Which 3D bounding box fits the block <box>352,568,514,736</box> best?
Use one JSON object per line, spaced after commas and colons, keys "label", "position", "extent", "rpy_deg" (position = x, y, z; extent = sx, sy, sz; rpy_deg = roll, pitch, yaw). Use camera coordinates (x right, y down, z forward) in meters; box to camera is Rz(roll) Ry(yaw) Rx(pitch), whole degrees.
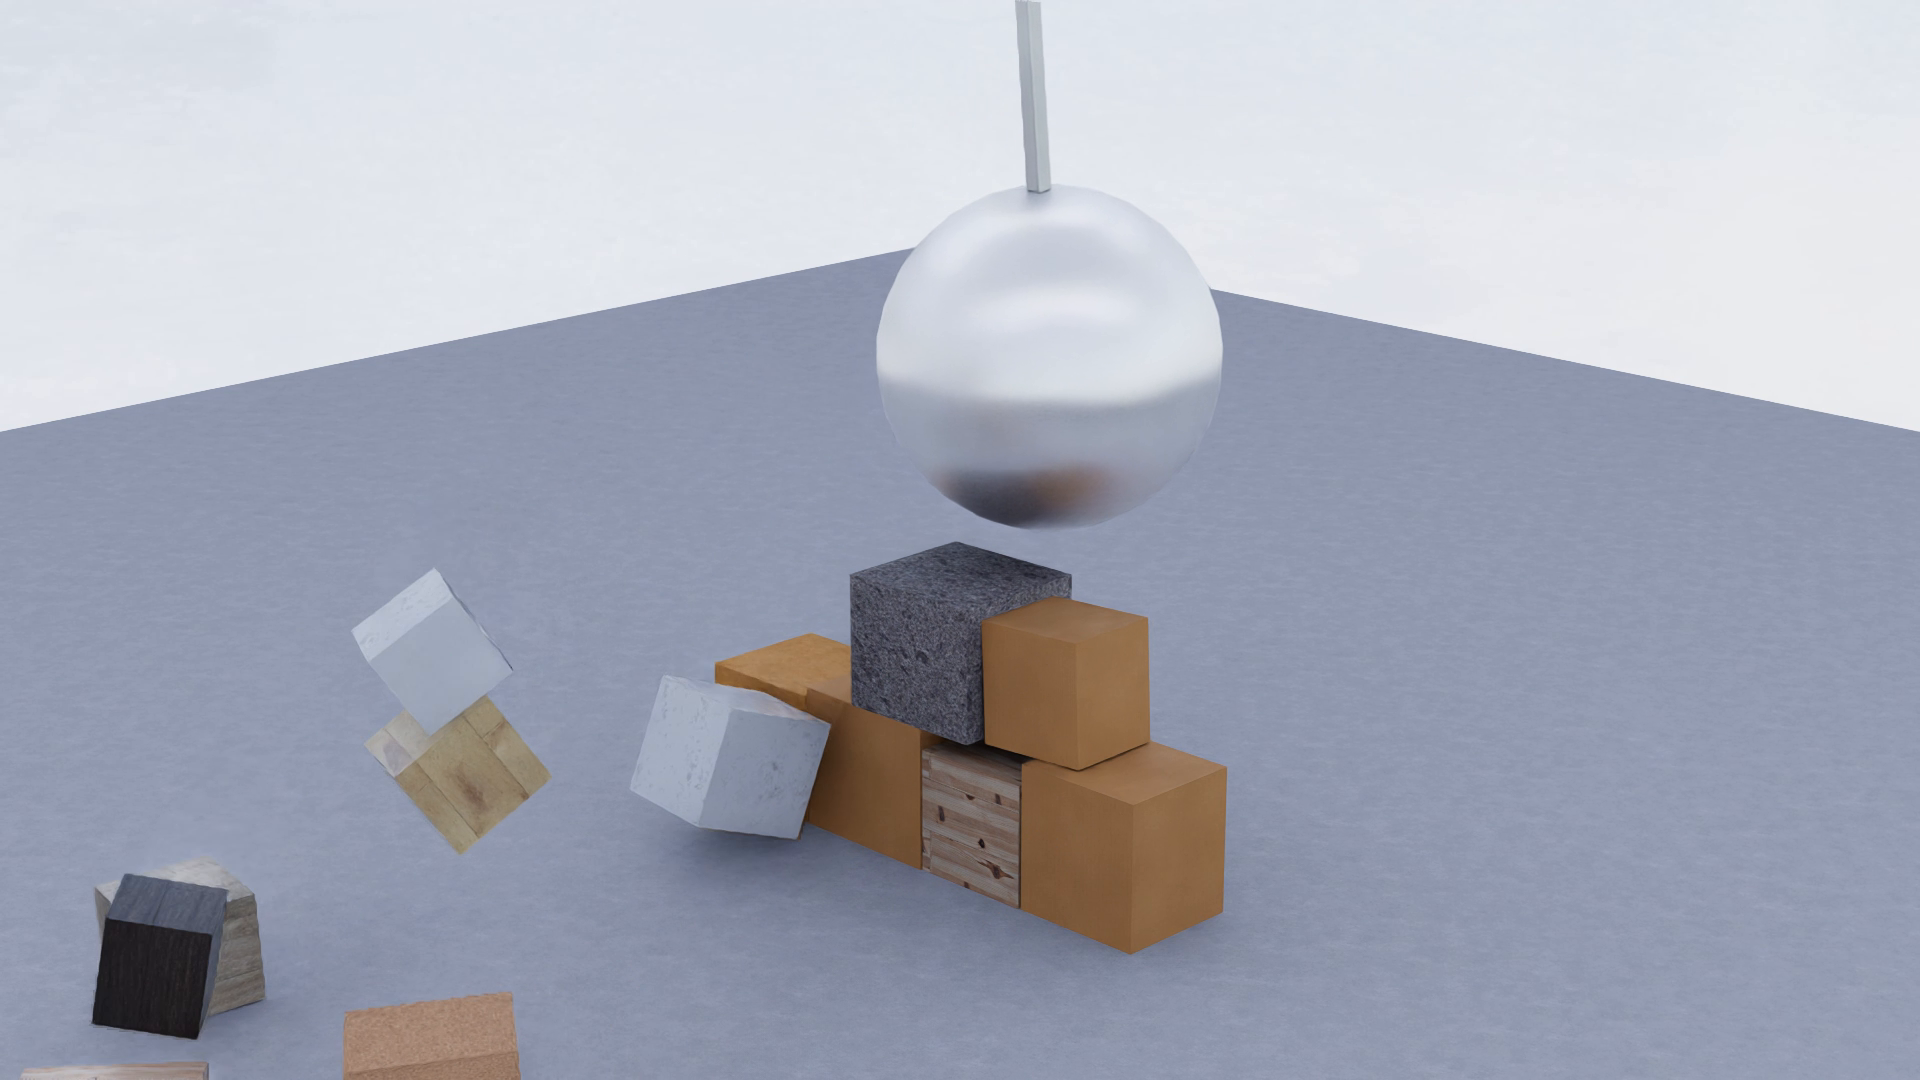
{"label": "block", "position": [-2.070, 0.435, 11.495], "extent": [0.409, 0.398, 0.394], "rpy_deg": [-38, 26, -7]}

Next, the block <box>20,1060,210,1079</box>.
{"label": "block", "position": [-2.921, 2.252, 10.043], "extent": [0.628, 0.681, 0.639], "rpy_deg": [-1, 18, -5]}

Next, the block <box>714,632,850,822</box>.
{"label": "block", "position": [-0.740, 0.908, 14.386], "extent": [0.638, 0.641, 0.661], "rpy_deg": [-17, 24, -42]}

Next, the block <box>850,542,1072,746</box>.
{"label": "block", "position": [0.004, 0.462, 13.501], "extent": [0.738, 0.638, 0.698], "rpy_deg": [16, 24, 41]}

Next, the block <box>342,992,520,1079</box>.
{"label": "block", "position": [-1.915, 2.064, 10.740], "extent": [0.615, 0.586, 0.507], "rpy_deg": [-6, 17, -9]}

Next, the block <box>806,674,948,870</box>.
{"label": "block", "position": [-0.213, 1.037, 13.890], "extent": [0.669, 0.693, 0.771], "rpy_deg": [-16, 24, -42]}

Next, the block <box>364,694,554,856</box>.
{"label": "block", "position": [-1.989, 0.873, 11.609], "extent": [0.470, 0.432, 0.475], "rpy_deg": [-41, 26, -12]}

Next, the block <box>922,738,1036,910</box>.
{"label": "block", "position": [0.267, 1.236, 13.424], "extent": [0.630, 0.593, 0.612], "rpy_deg": [-17, 24, -42]}

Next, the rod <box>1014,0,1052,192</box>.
{"label": "rod", "position": [0.178, -3.997, 12.272], "extent": [0.080, 5.200, 0.080], "rpy_deg": [17, 30, 42]}

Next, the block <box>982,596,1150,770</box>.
{"label": "block", "position": [0.473, 0.629, 13.063], "extent": [0.557, 0.579, 0.487], "rpy_deg": [12, 21, 42]}

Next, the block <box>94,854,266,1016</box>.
{"label": "block", "position": [-3.245, 1.674, 12.200], "extent": [0.498, 0.478, 0.496], "rpy_deg": [-14, 22, -34]}

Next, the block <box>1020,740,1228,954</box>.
{"label": "block", "position": [0.722, 1.322, 12.976], "extent": [0.616, 0.696, 0.657], "rpy_deg": [-17, 24, -42]}

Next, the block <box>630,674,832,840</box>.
{"label": "block", "position": [-1.068, 1.009, 13.627], "extent": [0.602, 0.561, 0.550], "rpy_deg": [13, 6, -43]}

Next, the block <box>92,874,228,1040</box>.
{"label": "block", "position": [-2.940, 1.530, 10.786], "extent": [0.381, 0.439, 0.354], "rpy_deg": [10, 19, -8]}

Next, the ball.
{"label": "ball", "position": [0.411, -0.839, 13.509], "extent": [1.600, 1.600, 1.600], "rpy_deg": [0, 17, 0]}
